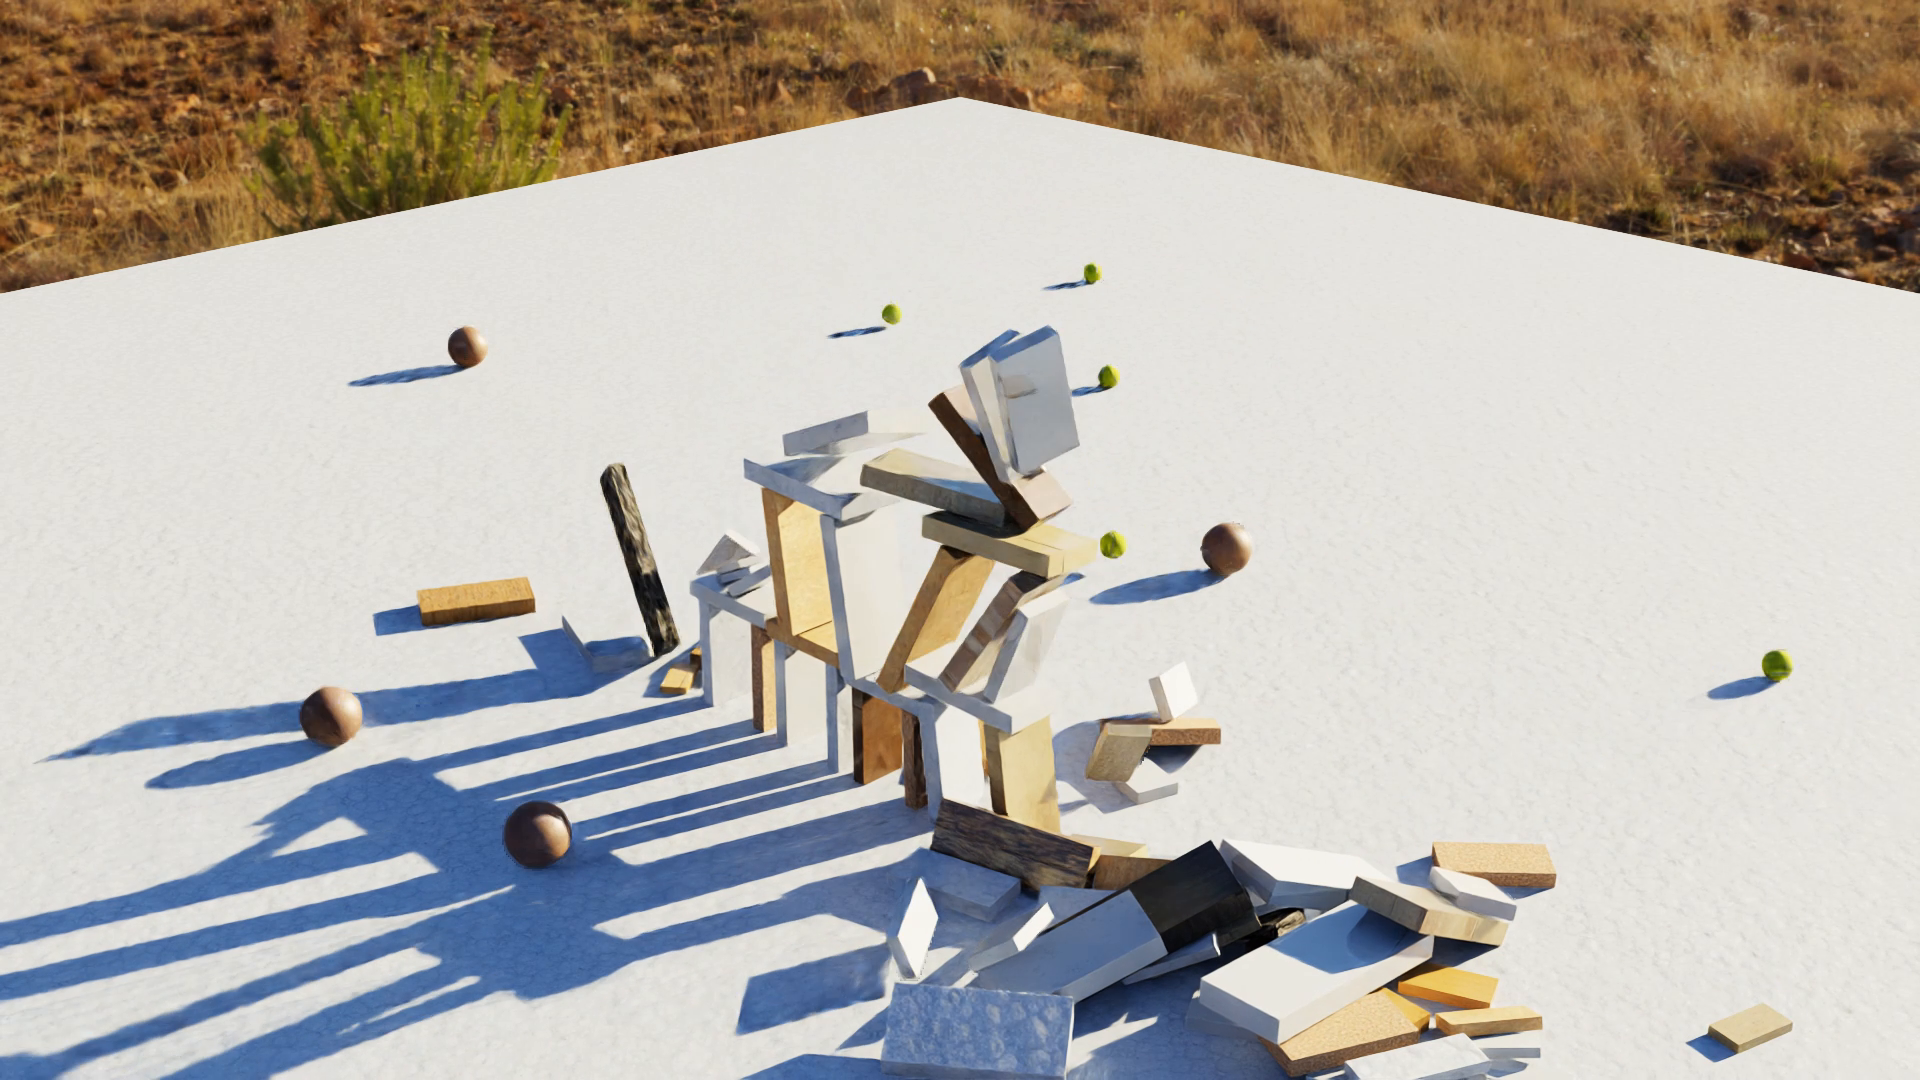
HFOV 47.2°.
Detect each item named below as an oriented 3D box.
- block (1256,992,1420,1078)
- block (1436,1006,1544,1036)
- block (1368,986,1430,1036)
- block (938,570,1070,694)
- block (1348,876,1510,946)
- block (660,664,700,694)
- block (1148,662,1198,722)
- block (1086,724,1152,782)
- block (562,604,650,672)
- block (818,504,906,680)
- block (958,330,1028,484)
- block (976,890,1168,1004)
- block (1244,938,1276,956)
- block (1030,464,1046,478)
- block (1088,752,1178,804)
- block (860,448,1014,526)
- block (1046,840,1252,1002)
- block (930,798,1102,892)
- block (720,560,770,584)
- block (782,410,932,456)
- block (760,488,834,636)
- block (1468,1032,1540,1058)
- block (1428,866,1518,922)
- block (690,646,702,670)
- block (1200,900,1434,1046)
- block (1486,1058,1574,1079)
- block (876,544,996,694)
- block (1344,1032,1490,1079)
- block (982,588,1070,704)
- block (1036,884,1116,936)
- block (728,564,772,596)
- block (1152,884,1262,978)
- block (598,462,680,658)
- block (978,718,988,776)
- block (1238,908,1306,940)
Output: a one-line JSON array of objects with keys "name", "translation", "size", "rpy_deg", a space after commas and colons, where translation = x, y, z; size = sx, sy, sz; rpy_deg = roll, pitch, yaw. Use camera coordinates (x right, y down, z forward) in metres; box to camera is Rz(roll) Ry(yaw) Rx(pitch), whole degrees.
[{"name": "block", "translation": [0.632, 0.826, 3.683], "size": [0.238, 0.034, 0.119], "rpy_deg": [-8, 24, -19]}, {"name": "block", "translation": [0.903, 0.823, 3.758], "size": [0.160, 0.023, 0.080], "rpy_deg": [-3, 2, -8]}, {"name": "block", "translation": [0.683, 0.805, 3.820], "size": [0.119, 0.034, 0.238], "rpy_deg": [-18, 29, -36]}, {"name": "block", "translation": [0.084, 0.160, 4.177], "size": [0.043, 0.301, 0.151], "rpy_deg": [47, 41, 16]}, {"name": "block", "translation": [0.844, 0.667, 3.951], "size": [0.153, 0.043, 0.307], "rpy_deg": [22, 3, 42]}, {"name": "block", "translation": [-0.636, 0.315, 4.997], "size": [0.059, 0.017, 0.119], "rpy_deg": [3, 23, 7]}, {"name": "block", "translation": [0.466, 0.330, 4.798], "size": [0.028, 0.097, 0.194], "rpy_deg": [-19, 0, 23]}, {"name": "block", "translation": [0.320, 0.430, 4.448], "size": [0.091, 0.182, 0.026], "rpy_deg": [3, 54, -11]}, {"name": "block", "translation": [-0.835, 0.229, 5.173], "size": [0.135, 0.038, 0.270], "rpy_deg": [-10, 25, -23]}, {"name": "block", "translation": [-0.190, 0.095, 4.450], "size": [0.157, 0.342, 0.044], "rpy_deg": [-21, 21, -40]}, {"name": "block", "translation": [0.092, -0.243, 4.035], "size": [0.128, 0.256, 0.036], "rpy_deg": [-37, 34, -25]}, {"name": "block", "translation": [0.193, 0.735, 3.827], "size": [0.307, 0.043, 0.153], "rpy_deg": [-27, 27, -5]}, {"name": "block", "translation": [0.601, 0.744, 3.888], "size": [0.091, 0.026, 0.182], "rpy_deg": [-18, 27, -36]}, {"name": "block", "translation": [0.096, -0.203, 4.131], "size": [0.026, 0.182, 0.091], "rpy_deg": [-28, 44, 22]}, {"name": "block", "translation": [0.360, 0.486, 4.581], "size": [0.097, 0.028, 0.194], "rpy_deg": [-12, 26, -26]}, {"name": "block", "translation": [-0.023, -0.104, 4.245], "size": [0.304, 0.043, 0.152], "rpy_deg": [16, 21, 20]}, {"name": "block", "translation": [0.335, 0.676, 3.920], "size": [0.341, 0.048, 0.171], "rpy_deg": [-29, 26, -1]}, {"name": "block", "translation": [0.102, 0.595, 4.209], "size": [0.342, 0.114, 0.032], "rpy_deg": [14, 2, 31]}, {"name": "block", "translation": [-0.463, 0.068, 4.768], "size": [0.059, 0.017, 0.119], "rpy_deg": [-20, 2, -39]}, {"name": "block", "translation": [-0.207, -0.212, 4.375], "size": [0.152, 0.043, 0.304], "rpy_deg": [-3, -5, -37]}, {"name": "block", "translation": [-0.321, 0.025, 4.578], "size": [0.157, 0.314, 0.044], "rpy_deg": [-21, 23, -41]}, {"name": "block", "translation": [0.906, 0.849, 3.696], "size": [0.132, 0.019, 0.066], "rpy_deg": [-3, 9, 12]}, {"name": "block", "translation": [0.945, 0.652, 4.061], "size": [0.109, 0.031, 0.218], "rpy_deg": [14, 3, -1]}, {"name": "block", "translation": [-0.484, 0.230, 5.169], "size": [0.135, 0.038, 0.336], "rpy_deg": [12, 26, 25]}, {"name": "block", "translation": [0.619, 0.737, 3.793], "size": [0.424, 0.048, 0.171], "rpy_deg": [-17, 26, -40]}, {"name": "block", "translation": [0.942, 0.893, 3.632], "size": [0.132, 0.019, 0.066], "rpy_deg": [10, 25, 22]}, {"name": "block", "translation": [-0.039, 0.140, 4.322], "size": [0.043, 0.371, 0.151], "rpy_deg": [44, 40, 23]}, {"name": "block", "translation": [0.750, 0.864, 3.608], "size": [0.224, 0.023, 0.080], "rpy_deg": [-8, 24, -18]}, {"name": "block", "translation": [0.125, 0.201, 4.162], "size": [0.114, 0.229, 0.032], "rpy_deg": [-23, 56, -41]}, {"name": "block", "translation": [0.234, 0.689, 4.046], "size": [0.181, 0.026, 0.090], "rpy_deg": [3, 57, 8]}, {"name": "block", "translation": [-0.413, 0.074, 4.691], "size": [0.088, 0.025, 0.176], "rpy_deg": [-21, -3, -40]}, {"name": "block", "translation": [0.426, 0.700, 3.934], "size": [0.215, 0.026, 0.090], "rpy_deg": [-27, 35, 7]}, {"name": "block", "translation": [-0.742, 0.046, 5.088], "size": [0.036, 0.443, 0.128], "rpy_deg": [-16, -7, -22]}, {"name": "block", "translation": [0.035, 0.427, 4.708], "size": [0.124, 0.035, 0.247], "rpy_deg": [2, 23, 6]}, {"name": "block", "translation": [0.526, 0.696, 3.984], "size": [0.182, 0.026, 0.091], "rpy_deg": [-12, 4, 43]}]
